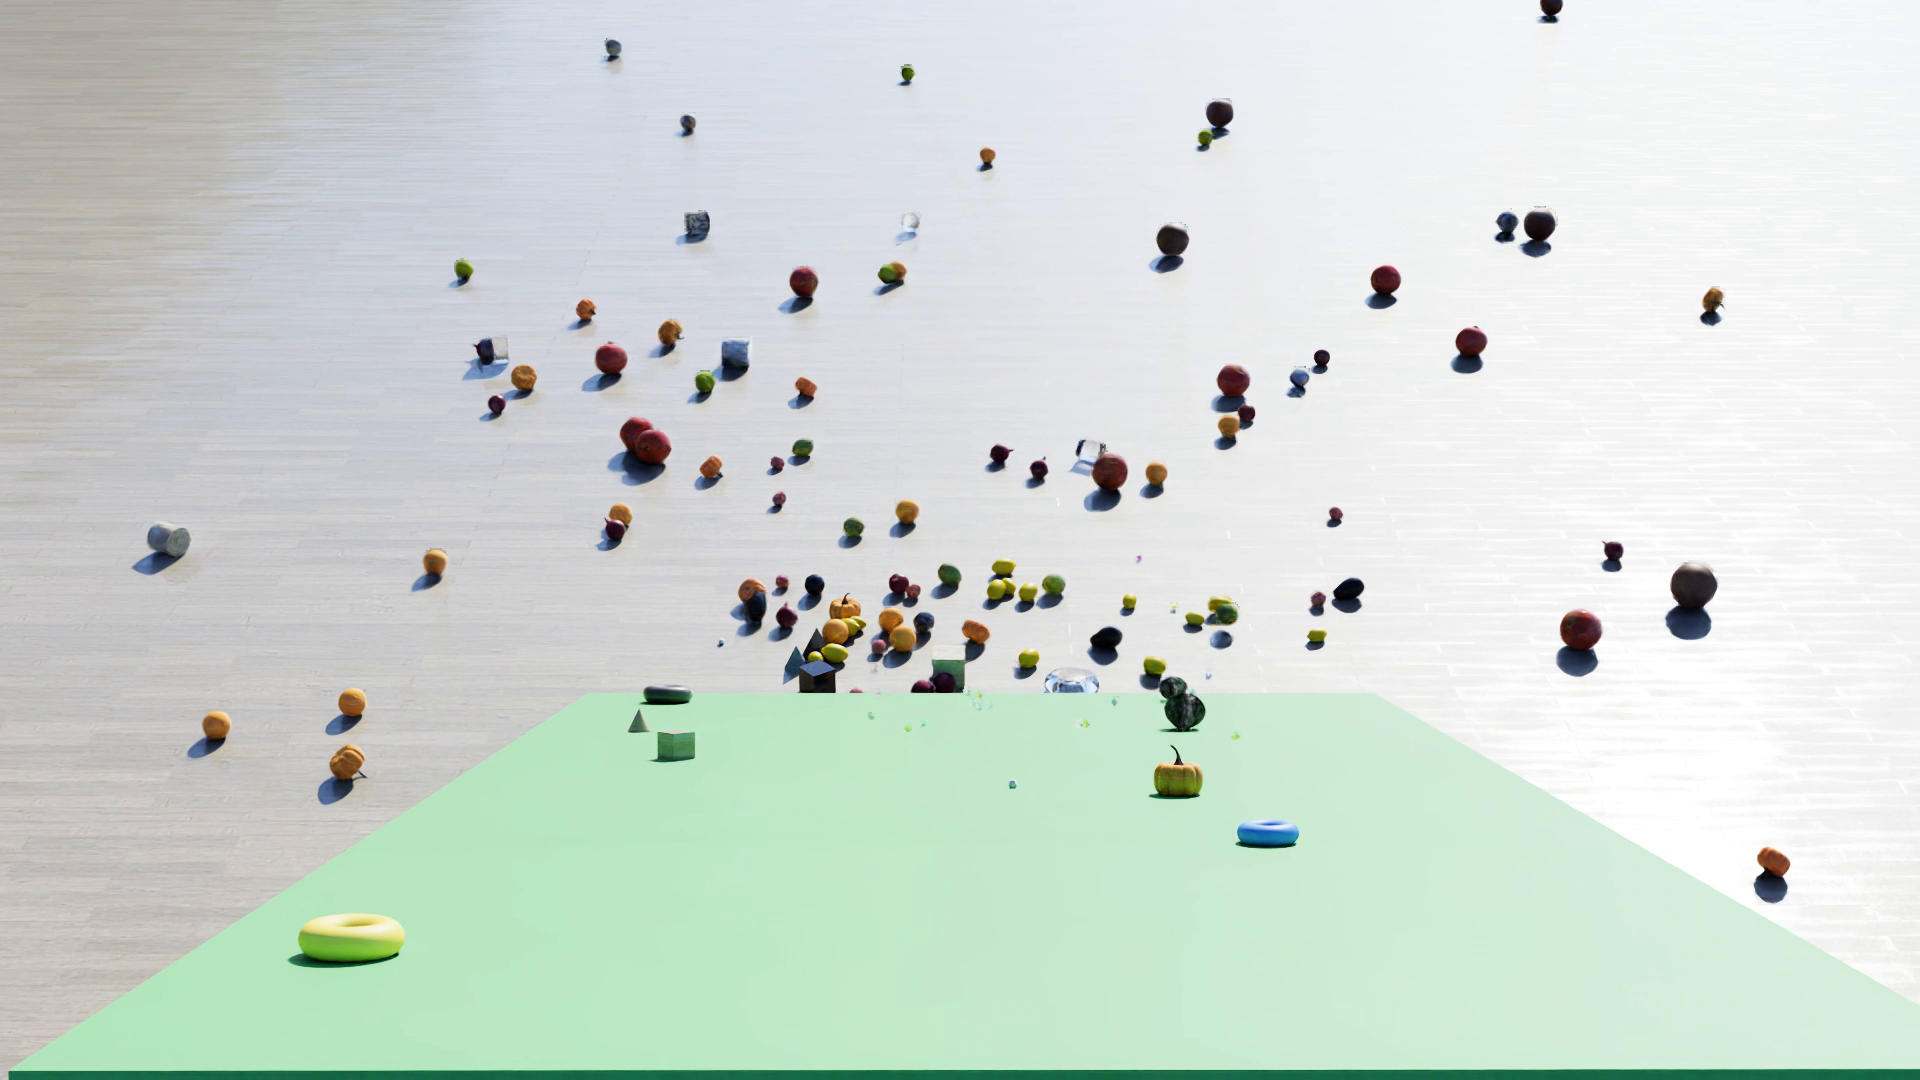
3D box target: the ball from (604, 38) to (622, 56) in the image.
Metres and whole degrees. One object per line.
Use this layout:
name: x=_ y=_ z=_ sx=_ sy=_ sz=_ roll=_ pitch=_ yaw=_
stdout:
ball: x=-1.744 y=-2.484 z=12.979 sx=0.090 sy=0.090 sz=0.090 roll=0 pitch=24 yaw=0

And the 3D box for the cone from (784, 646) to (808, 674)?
cone: x=-0.435 y=0.310 z=6.863 sx=0.067 sy=0.067 sz=0.067 roll=0 pitch=24 yaw=0

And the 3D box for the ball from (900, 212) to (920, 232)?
ball: x=-0.198 y=-1.272 z=10.326 sx=0.081 sy=0.081 sz=0.081 roll=0 pitch=24 yaw=0

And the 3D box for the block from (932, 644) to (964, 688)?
block: x=-0.030 y=0.333 z=6.792 sx=0.084 sy=0.084 sz=0.084 roll=0 pitch=24 yaw=0

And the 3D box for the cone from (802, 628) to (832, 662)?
cone: x=-0.384 y=0.272 z=6.928 sx=0.083 sy=0.083 sz=0.083 roll=0 pitch=24 yaw=0

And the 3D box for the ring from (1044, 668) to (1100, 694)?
ring: x=0.293 y=0.378 z=6.737 sx=0.147 sy=0.049 sz=0.147 roll=1 pitch=23 yaw=0

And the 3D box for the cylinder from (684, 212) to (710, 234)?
cylinder: x=-1.050 y=-1.267 z=10.310 sx=0.083 sy=0.083 sz=0.083 roll=-3 pitch=23 yaw=-27

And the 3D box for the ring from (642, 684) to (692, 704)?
ring: x=-0.716 y=0.377 z=6.316 sx=0.124 sy=0.041 sz=0.124 roll=1 pitch=1 yaw=0

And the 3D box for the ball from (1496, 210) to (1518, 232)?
ball: x=2.194 y=-1.276 z=10.326 sx=0.088 sy=0.088 sz=0.088 roll=0 pitch=24 yaw=0

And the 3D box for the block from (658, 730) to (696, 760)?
block: x=-0.567 y=0.410 z=5.149 sx=0.054 sy=0.054 sz=0.054 roll=-2 pitch=3 yaw=-43

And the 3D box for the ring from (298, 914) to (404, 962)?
ring: x=-0.740 y=0.484 z=3.135 sx=0.127 sy=0.042 sz=0.127 roll=1 pitch=3 yaw=0

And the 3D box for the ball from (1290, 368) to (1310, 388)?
ball: x=1.155 y=-0.553 z=8.761 sx=0.067 sy=0.067 sz=0.067 roll=0 pitch=24 yaw=0

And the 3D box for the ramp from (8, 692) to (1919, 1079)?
ramp: x=0.056 y=0.507 z=4.550 sx=2.000 sy=0.100 sz=4.000 roll=0 pitch=2 yaw=0

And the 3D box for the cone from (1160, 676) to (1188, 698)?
cone: x=0.526 y=0.381 z=6.313 sx=0.069 sy=0.069 sz=0.069 roll=-1 pitch=29 yaw=-2

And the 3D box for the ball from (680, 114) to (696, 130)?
ball: x=-1.234 y=-1.900 z=11.711 sx=0.078 sy=0.078 sz=0.078 roll=0 pitch=24 yaw=0

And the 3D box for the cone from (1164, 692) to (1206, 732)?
cone: x=0.490 y=0.399 z=5.656 sx=0.091 sy=0.091 sz=0.091 roll=4 pitch=29 yaw=8

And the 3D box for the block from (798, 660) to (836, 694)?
block: x=-0.373 y=0.365 z=6.740 sx=0.069 sy=0.069 sz=0.069 roll=-18 pitch=30 yaw=-34

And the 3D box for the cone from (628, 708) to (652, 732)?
cone: x=-0.704 y=0.394 z=5.651 sx=0.052 sy=0.052 sz=0.052 roll=0 pitch=2 yaw=0

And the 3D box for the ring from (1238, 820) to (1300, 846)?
ring: x=0.482 y=0.458 z=4.031 sx=0.097 sy=0.032 sz=0.097 roll=-1 pitch=3 yaw=0

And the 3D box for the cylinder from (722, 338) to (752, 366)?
cylinder: x=-0.775 y=-0.653 z=8.948 sx=0.094 sy=0.094 sz=0.094 roll=1 pitch=24 yaw=3

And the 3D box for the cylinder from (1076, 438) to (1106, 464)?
cylinder: x=0.414 y=-0.282 z=8.163 sx=0.068 sy=0.068 sz=0.068 roll=15 pitch=29 yaw=30
